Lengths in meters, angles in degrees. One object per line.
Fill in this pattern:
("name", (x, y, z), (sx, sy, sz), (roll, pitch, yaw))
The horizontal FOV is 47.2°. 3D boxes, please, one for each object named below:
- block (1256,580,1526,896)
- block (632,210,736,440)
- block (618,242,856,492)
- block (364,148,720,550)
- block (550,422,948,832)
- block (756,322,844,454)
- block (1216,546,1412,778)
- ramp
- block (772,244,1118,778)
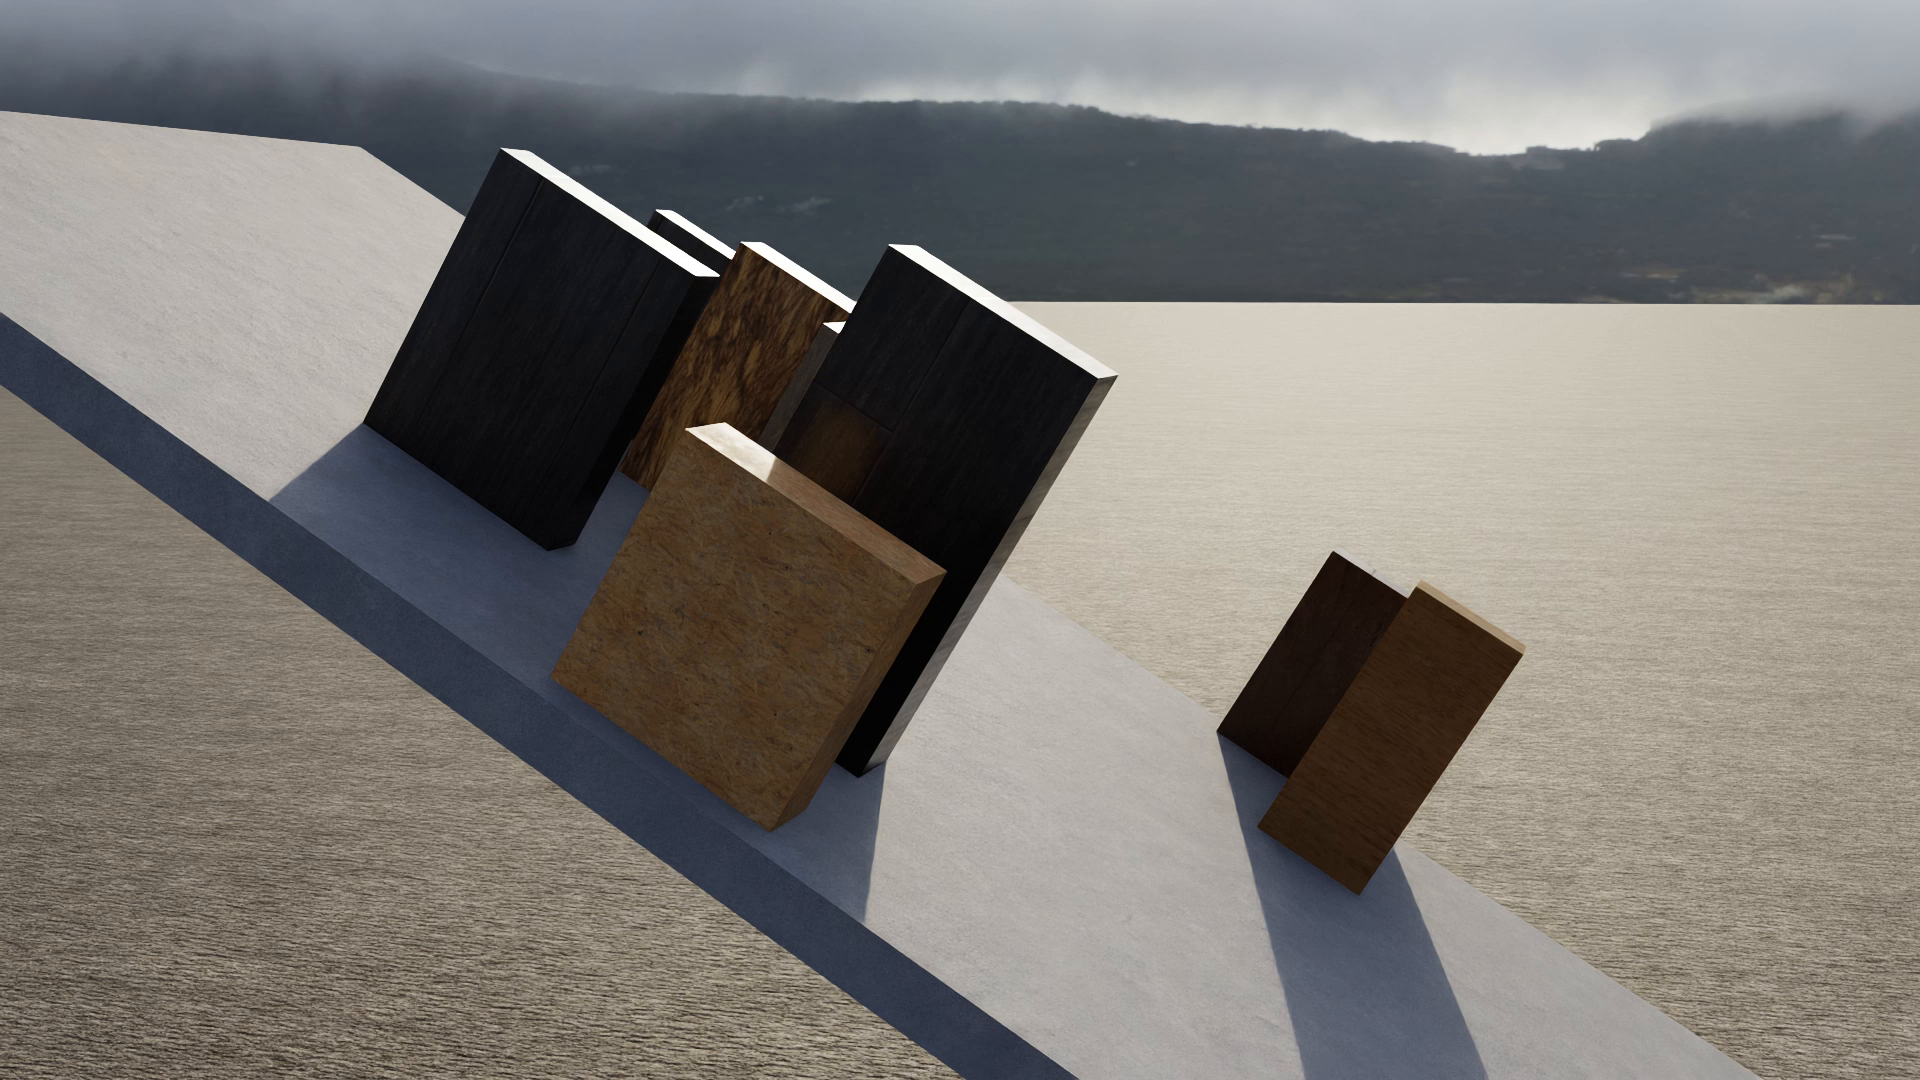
("block", (0.852, 0.391, 4.357), (0.240, 0.584, 0.105), (34, 15, 11))
("block", (-0.539, -0.380, 4.481), (0.410, 0.429, 0.083), (34, 15, 11))
("block", (-0.380, -0.261, 4.236), (0.351, 0.512, 0.110), (34, 15, 11))
("block", (-0.715, -0.322, 3.728), (0.408, 0.539, 0.099), (34, 15, 11))
("block", (-0.314, 0.125, 3.245), (0.409, 0.437, 0.144), (34, 15, 11))
("block", (-0.231, -0.097, 3.986), (0.295, 0.513, 0.117), (34, 15, 11))
("block", (0.873, 0.335, 4.791), (0.433, 0.479, 0.084), (34, 15, 11))
("ramp", (-0.164, 0.271, 4.118), (4.000, 0.100, 2.000), (34, 15, 11))
("block", (-0.117, -0.046, 3.555), (0.394, 0.759, 0.140), (34, 15, 11))
